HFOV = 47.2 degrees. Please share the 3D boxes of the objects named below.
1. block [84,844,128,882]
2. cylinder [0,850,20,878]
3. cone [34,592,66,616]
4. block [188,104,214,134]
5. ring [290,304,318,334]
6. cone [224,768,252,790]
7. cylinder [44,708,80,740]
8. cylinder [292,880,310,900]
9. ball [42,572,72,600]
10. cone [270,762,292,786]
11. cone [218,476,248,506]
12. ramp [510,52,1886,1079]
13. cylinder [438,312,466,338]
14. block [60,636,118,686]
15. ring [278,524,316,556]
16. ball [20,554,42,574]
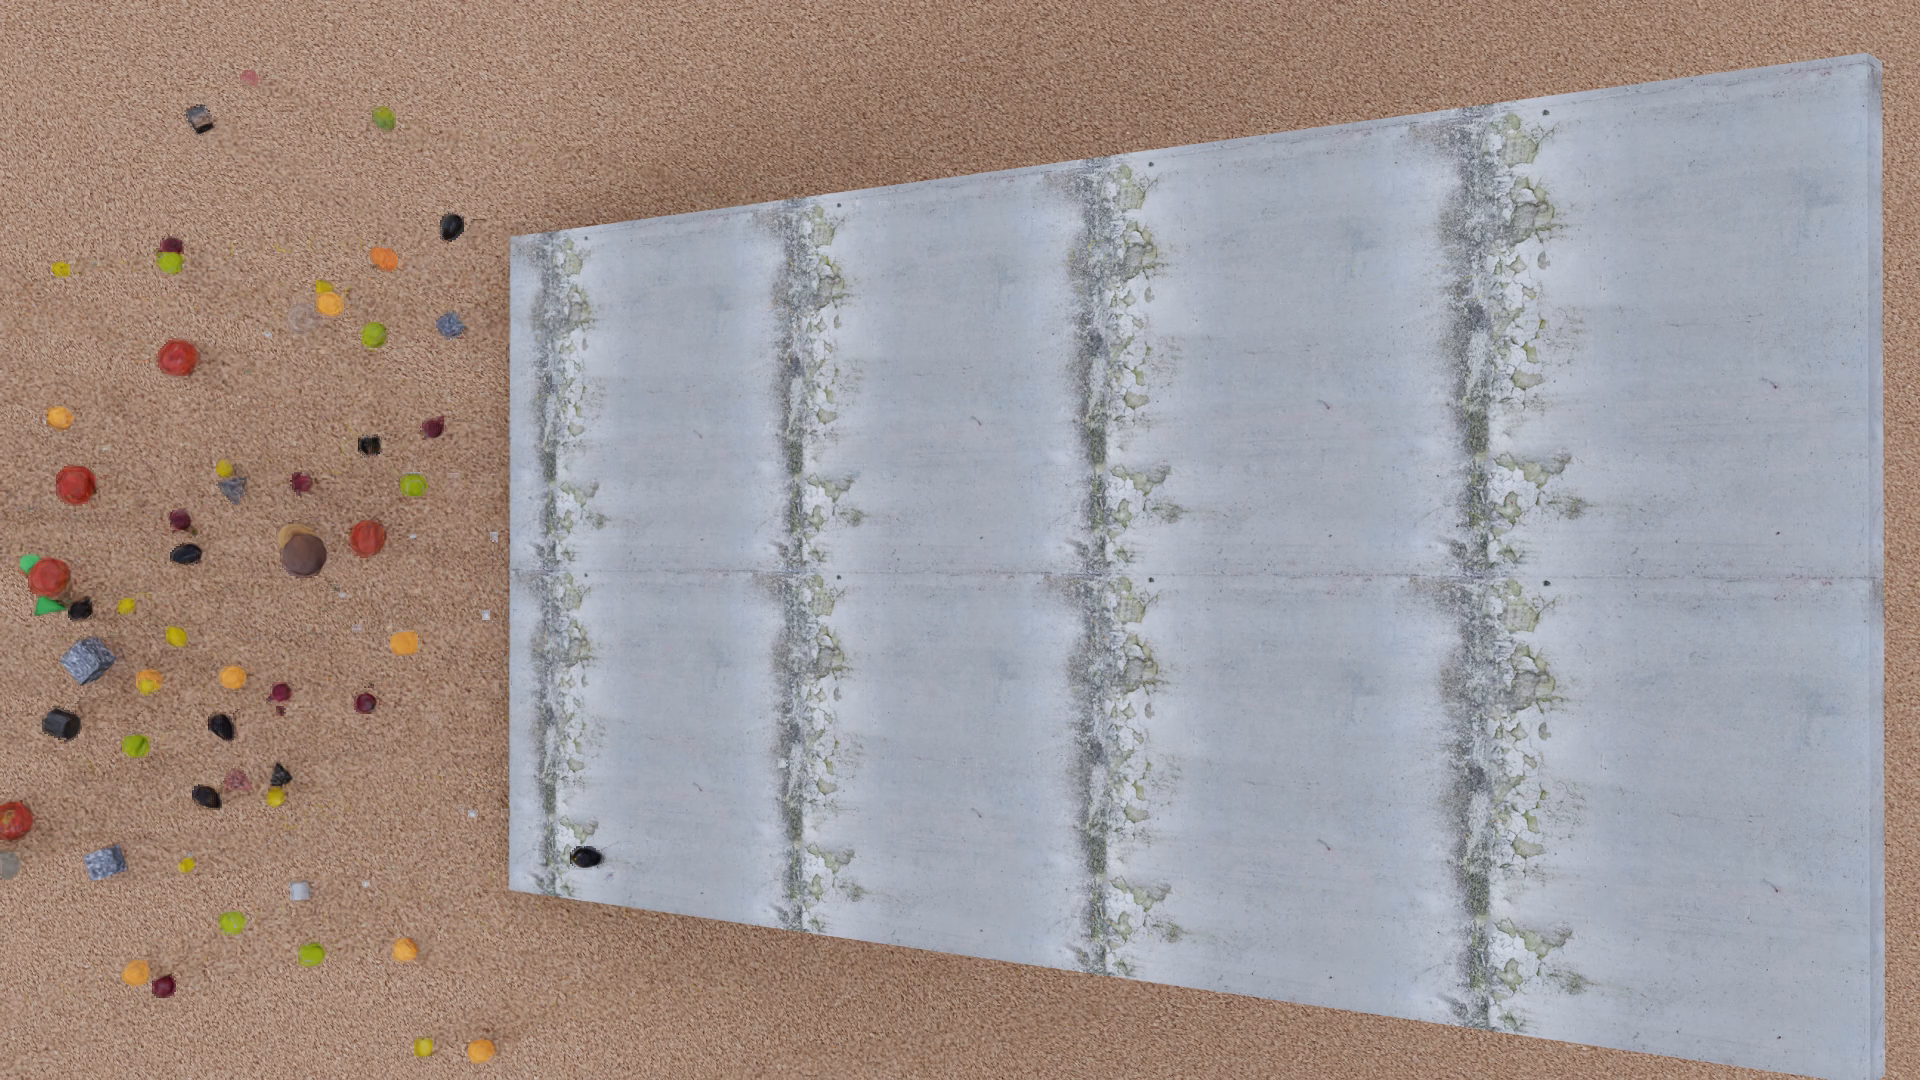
[{"bbox_3d":[-2.629,0.993,6.769,0.082,0.082,0.082,-18,90,0],"label":"block"},{"bbox_3d":[-2.940,0.992,6.733,0.081,0.081,0.081,-1,90,32],"label":"cylinder"},{"bbox_3d":[-2.803,0.205,6.796,0.085,0.085,0.085,16,90,-27],"label":"cone"},{"bbox_3d":[-2.343,-1.297,6.785,0.053,0.053,0.053,-25,55,-6],"label":"block"},{"bbox_3d":[-2.012,-0.679,6.744,0.031,0.092,0.092,26,90,44],"label":"ring"},{"bbox_3d":[-2.211,0.754,6.778,0.076,0.076,0.076,35,90,-32],"label":"cone"},{"bbox_3d":[-2.755,0.565,6.747,0.075,0.075,0.075,18,90,15],"label":"cylinder"},{"bbox_3d":[-2.034,1.081,6.783,0.053,0.053,0.053,-2,90,0],"label":"cylinder"},{"bbox_3d":[-2.778,0.142,6.762,0.087,0.087,0.087,0,90,0],"label":"ball"},{"bbox_3d":[-2.105,0.714,6.797,0.066,0.066,0.066,-26,63,0],"label":"cone"},{"bbox_3d":[-2.232,-0.144,6.775,0.088,0.088,0.088,-10,95,0],"label":"cone"},{"bbox_3d":[0.221,0.063,5.538,4.000,0.100,2.000,0,90,38],"label":"ramp"},{"bbox_3d":[-1.567,-0.661,6.776,0.061,0.061,0.061,-40,90,-6],"label":"cylinder"},{"bbox_3d":[-2.677,0.370,6.756,0.096,0.096,0.096,-43,89,12],"label":"block"},{"bbox_3d":[-2.042,-0.002,6.774,0.114,0.038,0.114,13,54,-19],"label":"ring"},{"bbox_3d":[-2.867,0.074,6.784,0.063,0.063,0.063,0,90,0],"label":"ball"}]
